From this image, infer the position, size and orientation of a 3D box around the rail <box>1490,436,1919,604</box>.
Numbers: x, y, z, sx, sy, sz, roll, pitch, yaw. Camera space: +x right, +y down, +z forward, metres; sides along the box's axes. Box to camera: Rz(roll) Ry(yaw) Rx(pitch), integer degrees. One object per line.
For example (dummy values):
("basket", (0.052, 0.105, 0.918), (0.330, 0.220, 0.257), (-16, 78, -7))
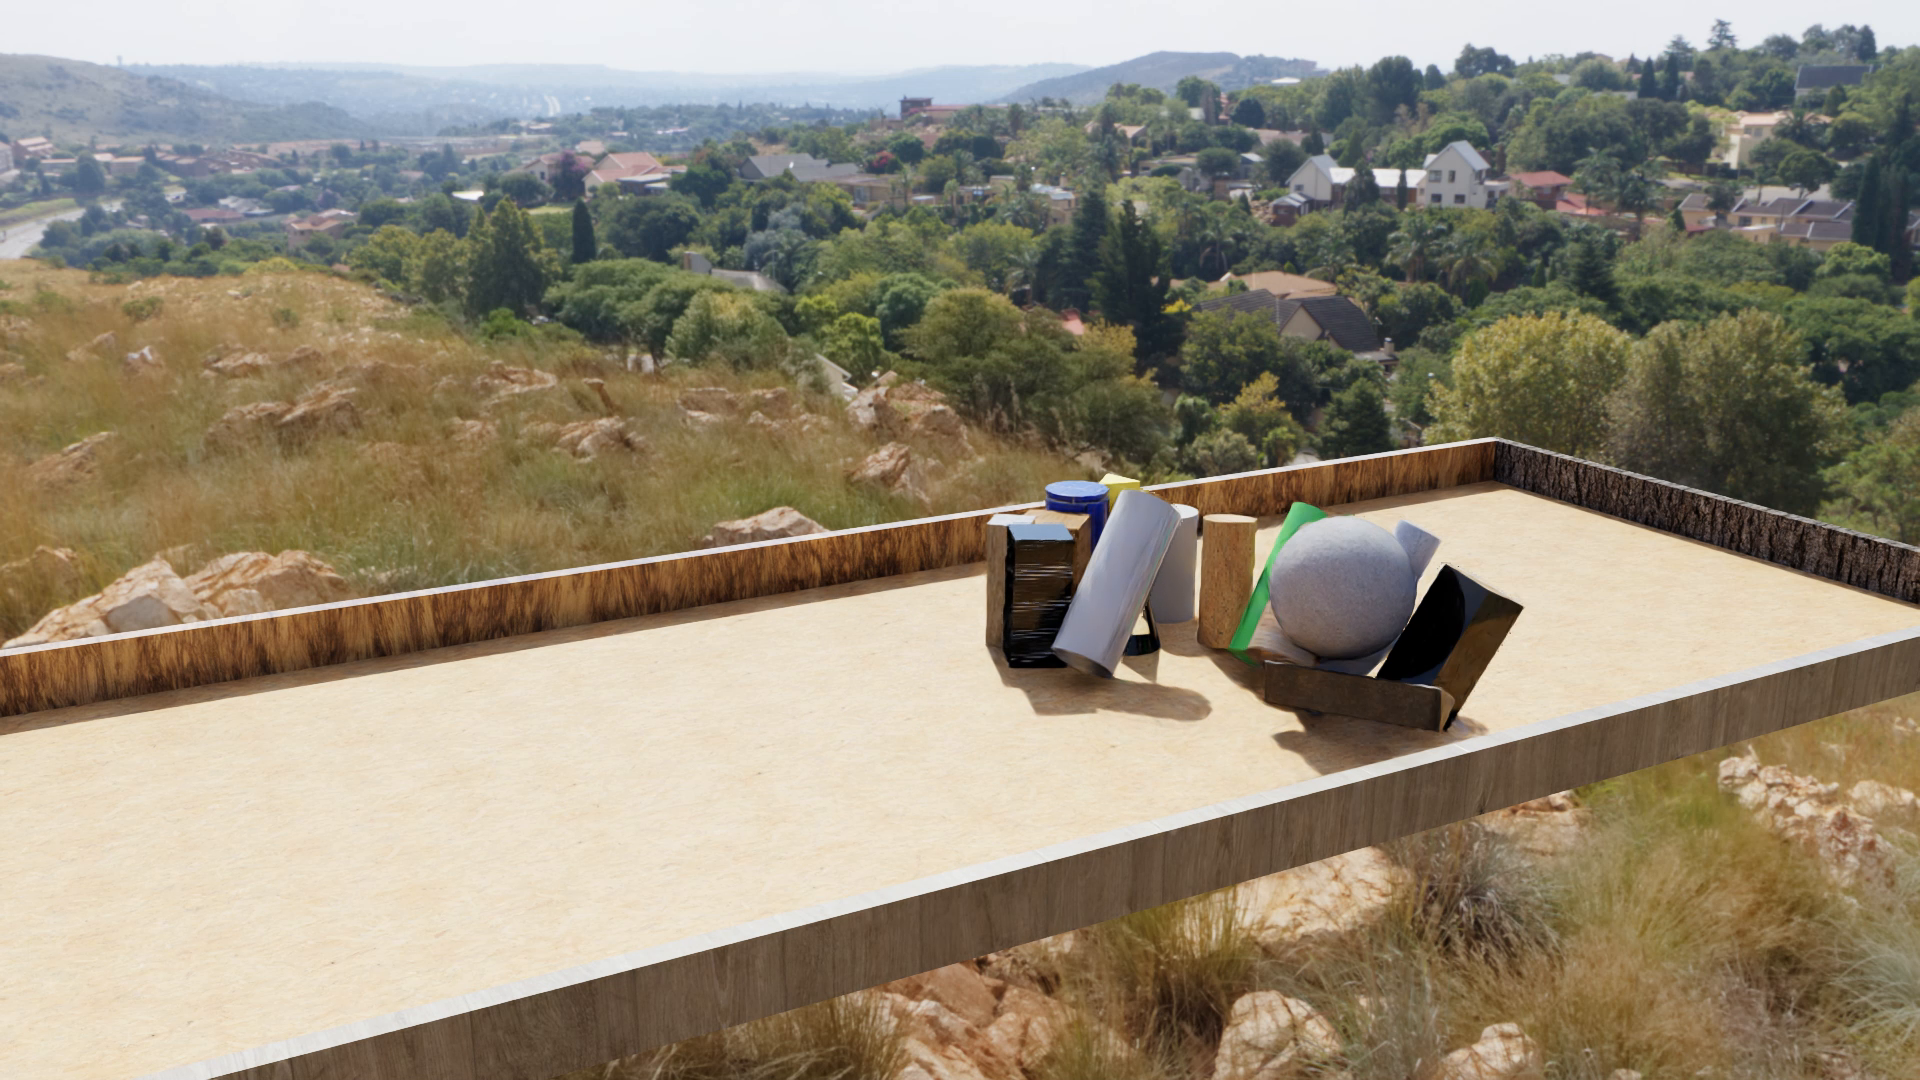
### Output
("rail", (2.466, -0.048, 5.253), (0.050, 0.150, 2.100), (-9, 18, -27))

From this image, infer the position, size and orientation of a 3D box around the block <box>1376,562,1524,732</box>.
("block", (1.124, 0.249, 3.817), (0.143, 0.340, 0.143), (20, 14, -37))

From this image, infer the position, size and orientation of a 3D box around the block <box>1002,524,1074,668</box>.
("block", (0.199, 0.144, 4.249), (0.149, 0.342, 0.149), (0, 16, -7))

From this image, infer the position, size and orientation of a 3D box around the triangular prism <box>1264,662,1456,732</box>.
("triangular prism", (0.891, 0.334, 3.730), (0.423, 0.086, 0.099), (7, 44, 37))

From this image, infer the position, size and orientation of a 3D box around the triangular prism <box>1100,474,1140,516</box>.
("triangular prism", (0.450, -0.027, 4.877), (0.124, 0.321, 0.107), (-4, 17, -13))

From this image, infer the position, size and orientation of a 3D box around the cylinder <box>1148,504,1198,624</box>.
("cylinder", (0.576, 0.064, 4.603), (0.164, 0.301, 0.164), (0, 16, 0))

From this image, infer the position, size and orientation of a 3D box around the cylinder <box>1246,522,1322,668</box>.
("cylinder", (0.868, 0.155, 4.139), (0.177, 0.357, 0.177), (24, -14, 7))

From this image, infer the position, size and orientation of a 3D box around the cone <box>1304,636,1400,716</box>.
("cone", (0.981, 0.283, 3.966), (0.382, 0.113, 0.113), (-28, 25, -17))

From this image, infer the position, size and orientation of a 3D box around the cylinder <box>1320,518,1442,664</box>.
("cylinder", (1.040, 0.154, 4.095), (0.113, 0.412, 0.113), (28, 7, -4))

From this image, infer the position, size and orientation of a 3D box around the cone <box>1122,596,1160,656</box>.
("cone", (0.447, 0.116, 4.360), (0.177, 0.338, 0.177), (0, 16, 0))

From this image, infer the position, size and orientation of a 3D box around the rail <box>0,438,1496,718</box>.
("rail", (-3.305, 0.497, 3.399), (12.000, 0.150, 0.050), (-9, 18, -27))

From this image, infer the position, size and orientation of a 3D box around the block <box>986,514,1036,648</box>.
("block", (0.135, 0.109, 4.386), (0.111, 0.335, 0.111), (3, 16, 11))

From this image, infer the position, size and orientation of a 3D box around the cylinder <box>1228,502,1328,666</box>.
("cylinder", (0.826, 0.113, 4.276), (0.100, 0.432, 0.100), (25, -15, 7))

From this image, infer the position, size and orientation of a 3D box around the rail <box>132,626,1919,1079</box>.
("rail", (-2.336, 1.006, 1.665), (12.000, 0.150, 0.050), (-9, 18, -27))

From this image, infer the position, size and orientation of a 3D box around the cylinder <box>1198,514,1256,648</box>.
("cylinder", (0.706, 0.109, 4.366), (0.138, 0.335, 0.138), (1, 10, 0))

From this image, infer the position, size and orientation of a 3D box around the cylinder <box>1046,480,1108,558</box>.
("cylinder", (0.328, 0.023, 4.659), (0.177, 0.348, 0.177), (0, 16, 0))

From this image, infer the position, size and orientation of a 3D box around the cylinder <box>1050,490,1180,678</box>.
("cylinder", (0.396, 0.109, 4.175), (0.169, 0.450, 0.169), (23, -15, 6))

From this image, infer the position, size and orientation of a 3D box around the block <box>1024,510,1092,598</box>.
("block", (0.252, 0.089, 4.505), (0.175, 0.304, 0.175), (5, 16, 15))

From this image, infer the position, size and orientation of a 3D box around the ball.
("ball", (0.898, 0.114, 3.875), (0.339, 0.339, 0.339), (0, 16, 0))
